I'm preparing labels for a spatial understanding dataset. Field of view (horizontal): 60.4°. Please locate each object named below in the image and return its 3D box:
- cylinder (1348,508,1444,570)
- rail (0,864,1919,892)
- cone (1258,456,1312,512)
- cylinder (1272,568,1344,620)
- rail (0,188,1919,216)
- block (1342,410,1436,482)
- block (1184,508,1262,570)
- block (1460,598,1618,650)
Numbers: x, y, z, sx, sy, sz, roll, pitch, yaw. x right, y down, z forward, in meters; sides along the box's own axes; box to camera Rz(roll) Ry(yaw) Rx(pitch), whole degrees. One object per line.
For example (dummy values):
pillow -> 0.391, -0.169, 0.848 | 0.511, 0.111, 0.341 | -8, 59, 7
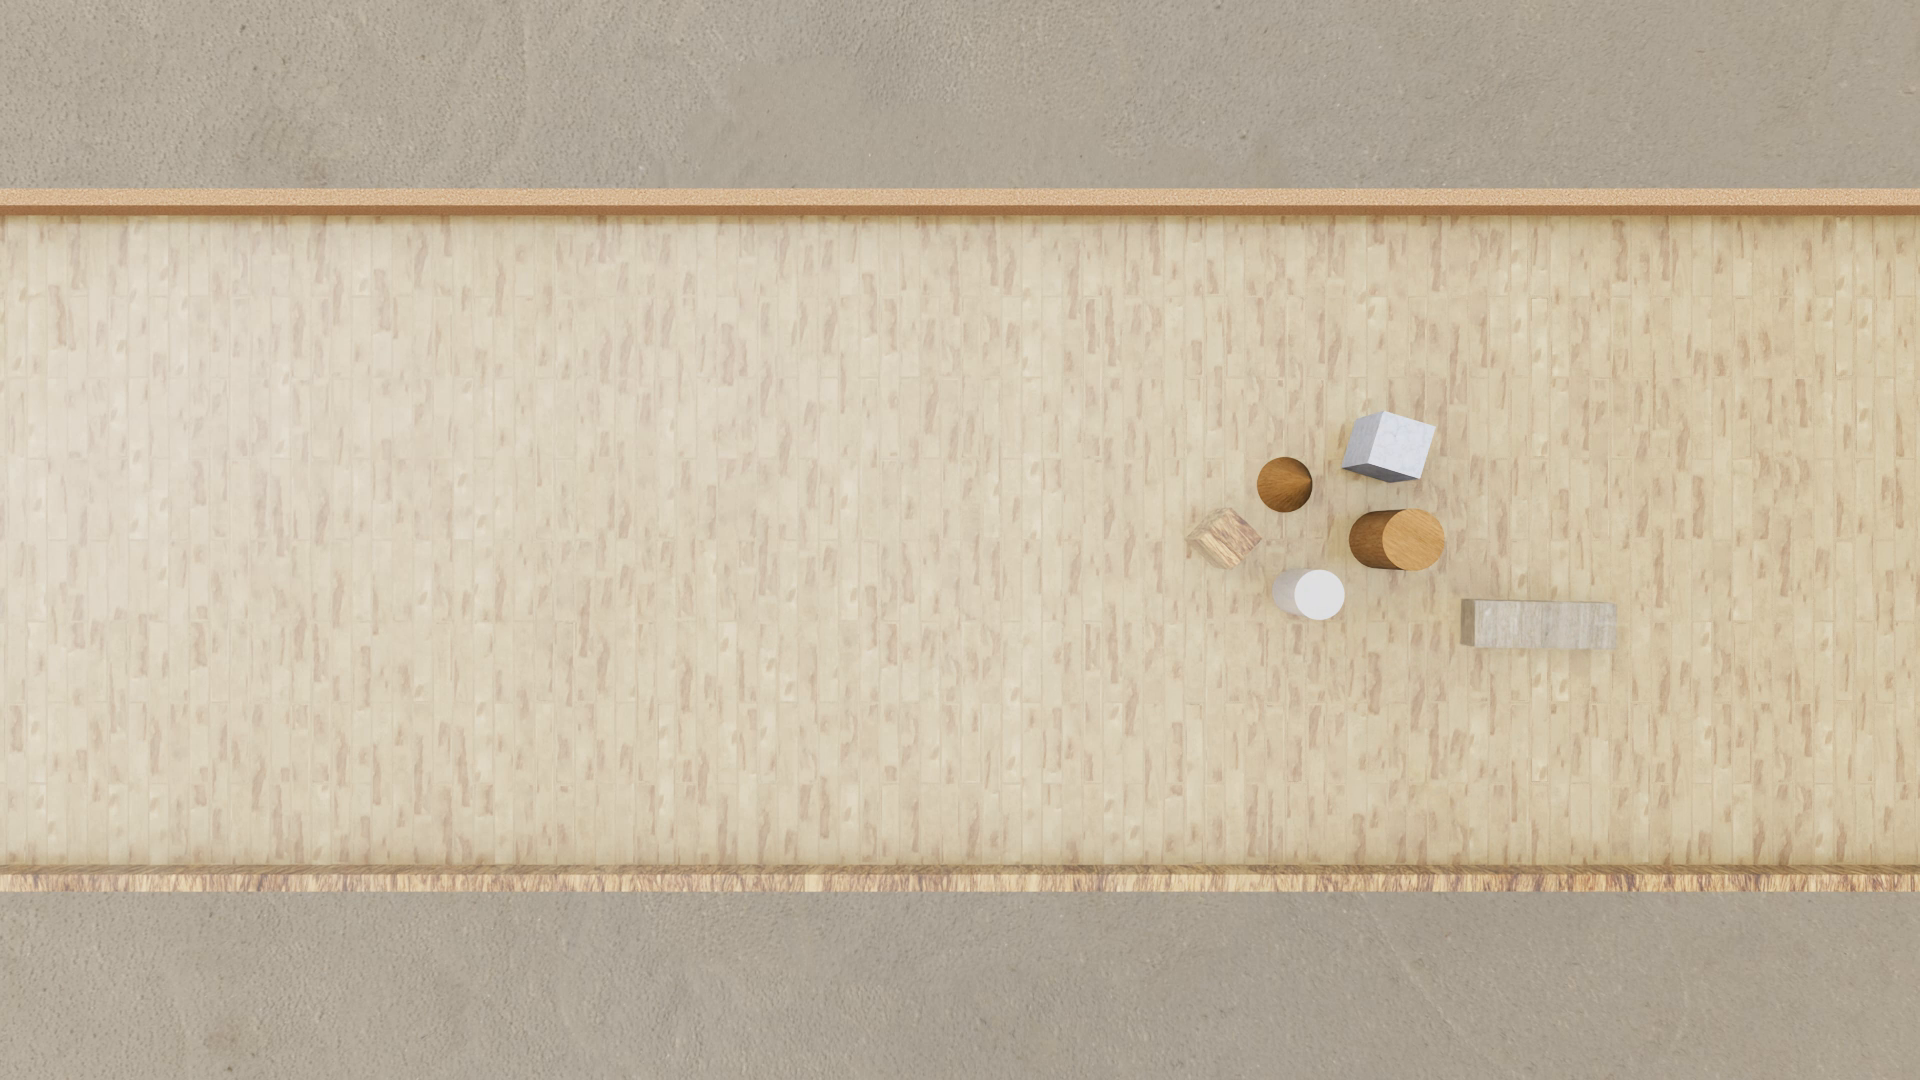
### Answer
cylinder -> 1.286, -0.001, 4.875 | 0.177, 0.402, 0.177 | 0, 90, 0
rail -> -2.247, 1.025, 5.001 | 12.000, 0.150, 0.050 | 0, 90, 0
cone -> 1.000, -0.170, 4.886 | 0.171, 0.381, 0.171 | 0, 90, 0
cylinder -> 1.033, 0.157, 4.907 | 0.144, 0.340, 0.144 | 0, 90, 0
rail -> -2.247, -1.025, 5.002 | 12.000, 0.150, 0.050 | 0, 90, 0
block -> 1.270, -0.274, 4.908 | 0.157, 0.337, 0.157 | 17, 90, 0
block -> 0.780, -0.004, 4.907 | 0.127, 0.340, 0.127 | 44, 90, 0
block -> 1.754, 0.255, 5.007 | 0.425, 0.139, 0.139 | 1, 90, 0
